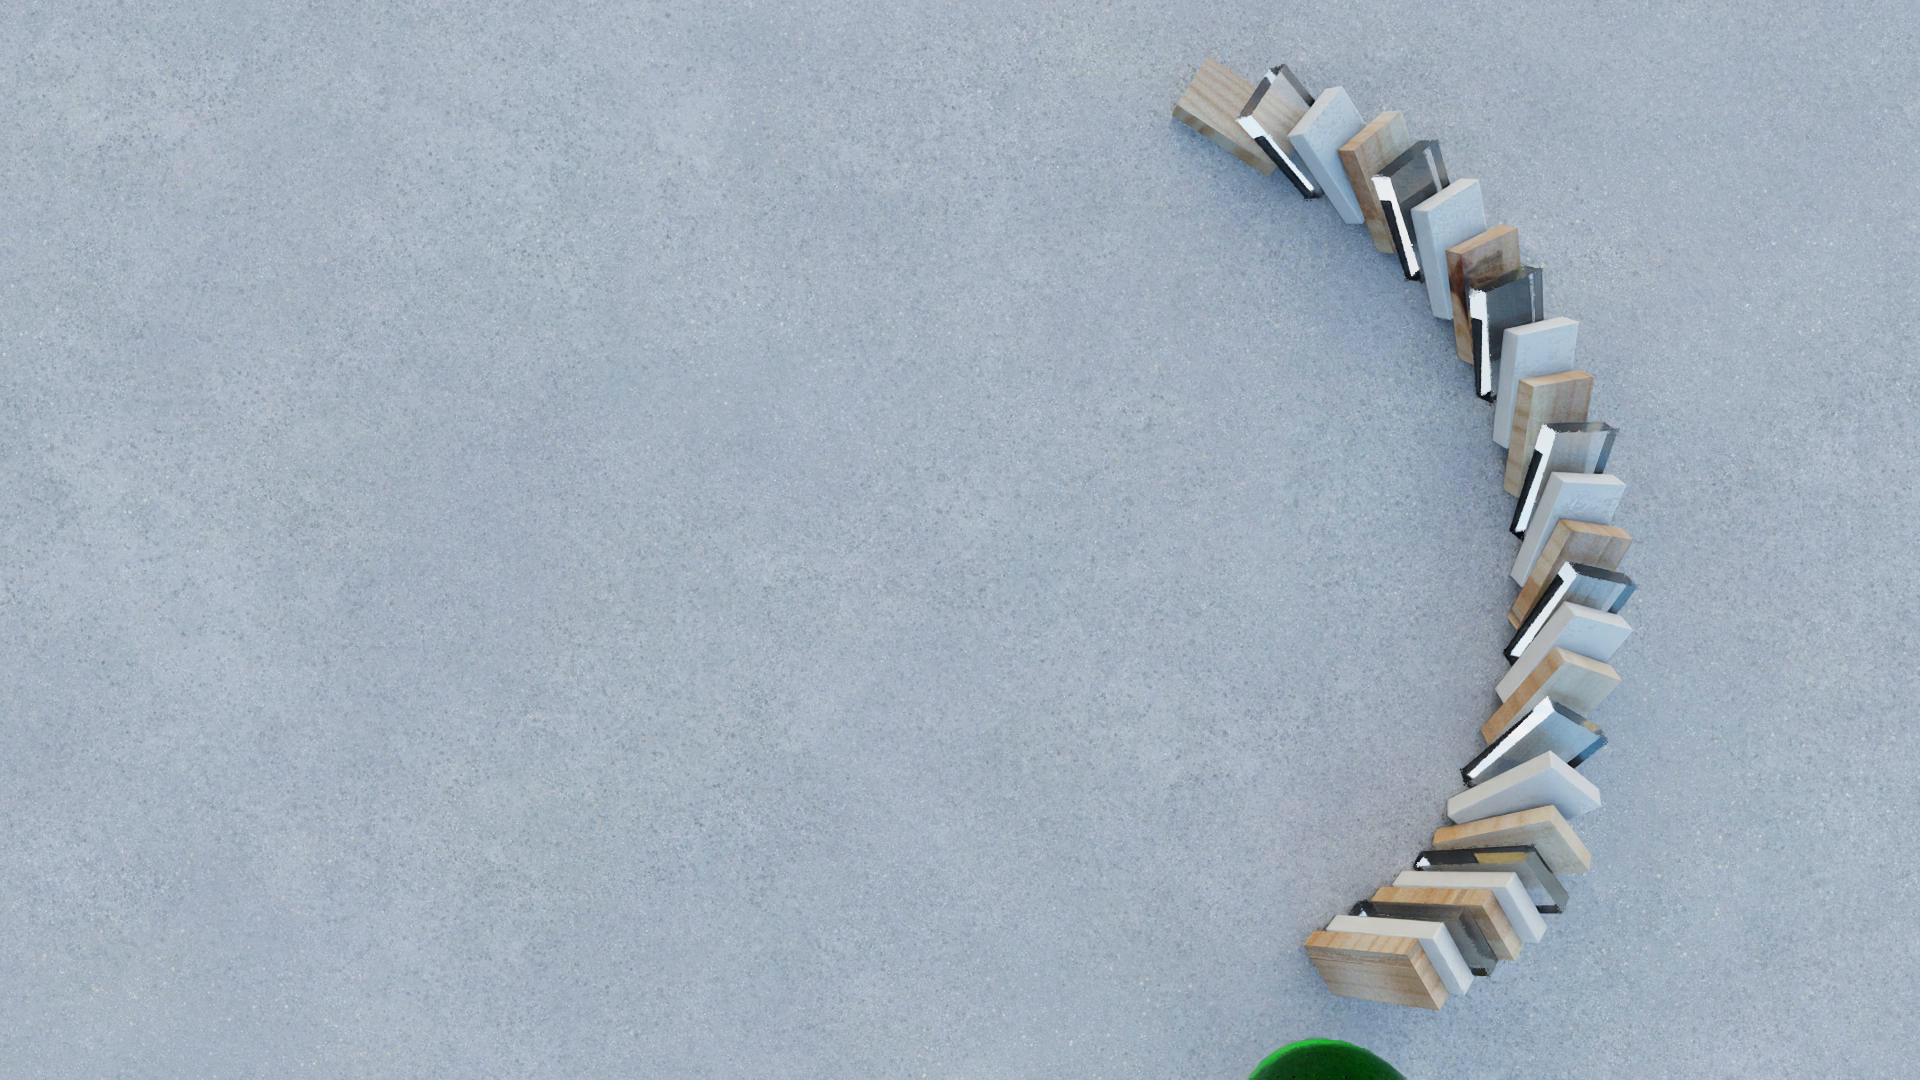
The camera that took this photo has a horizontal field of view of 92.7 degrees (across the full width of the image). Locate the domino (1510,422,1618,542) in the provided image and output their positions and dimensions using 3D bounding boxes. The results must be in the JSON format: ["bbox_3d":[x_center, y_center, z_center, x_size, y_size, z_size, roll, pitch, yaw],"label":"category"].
[{"bbox_3d":[0.252,-0.024,0.383,0.025,0.009,0.050,-2,120,-1],"label":"domino"}]

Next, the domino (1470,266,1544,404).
[{"bbox_3d":[0.229,-0.085,0.383,0.025,0.009,0.050,-23,119,-1],"label":"domino"}]

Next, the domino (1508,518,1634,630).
[{"bbox_3d":[0.254,0.017,0.383,0.025,0.009,0.050,8,121,0],"label":"domino"}]

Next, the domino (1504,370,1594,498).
[{"bbox_3d":[0.246,-0.044,0.384,0.025,0.010,0.050,-10,118,0],"label":"domino"}]

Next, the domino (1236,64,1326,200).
[{"bbox_3d":[0.141,-0.170,0.385,0.050,0.009,0.025,34,90,-26],"label":"domino"}]

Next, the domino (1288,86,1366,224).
[{"bbox_3d":[0.161,-0.160,0.384,0.050,0.010,0.025,39,90,-28],"label":"domino"}]

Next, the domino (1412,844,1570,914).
[{"bbox_3d":[0.217,0.140,0.377,0.009,0.050,0.025,-35,90,-35],"label":"domino"}]

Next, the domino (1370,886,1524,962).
[{"bbox_3d":[0.199,0.157,0.377,0.010,0.050,0.025,-30,90,-35],"label":"domino"}]

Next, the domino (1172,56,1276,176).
[{"bbox_3d":[0.120,-0.182,0.395,0.050,0.010,0.025,33,90,0],"label":"domino"}]

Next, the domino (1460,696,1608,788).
[{"bbox_3d":[0.239,0.091,0.383,0.025,0.009,0.050,30,122,0],"label":"domino"}]

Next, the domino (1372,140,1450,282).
[{"bbox_3d":[0.193,-0.137,0.383,0.025,0.009,0.050,-38,120,-2],"label":"domino"}]

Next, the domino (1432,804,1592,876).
[{"bbox_3d":[0.227,0.128,0.379,0.025,0.050,0.010,53,46,0],"label":"domino"}]

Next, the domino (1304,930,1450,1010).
[{"bbox_3d":[0.170,0.176,0.377,0.009,0.050,0.025,-30,90,-35],"label":"domino"}]

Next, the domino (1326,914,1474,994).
[{"bbox_3d":[0.180,0.169,0.377,0.010,0.050,0.025,-30,91,-35],"label":"domino"}]

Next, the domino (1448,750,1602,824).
[{"bbox_3d":[0.232,0.109,0.380,0.025,0.009,0.050,38,132,0],"label":"domino"}]

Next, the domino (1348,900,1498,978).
[{"bbox_3d":[0.189,0.163,0.377,0.009,0.050,0.025,-30,90,-35],"label":"domino"}]

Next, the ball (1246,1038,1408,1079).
[{"bbox_3d":[0.149,0.241,0.360,0.080,0.080,0.080,0,90,0],"label":"ball"}]

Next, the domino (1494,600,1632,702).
[{"bbox_3d":[0.250,0.050,0.381,0.025,0.009,0.050,14,123,-4],"label":"domino"}]

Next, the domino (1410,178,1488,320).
[{"bbox_3d":[0.207,-0.121,0.383,0.025,0.009,0.050,-32,119,-3],"label":"domino"}]

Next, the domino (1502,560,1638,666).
[{"bbox_3d":[0.253,0.034,0.382,0.025,0.009,0.050,12,123,-2],"label":"domino"}]

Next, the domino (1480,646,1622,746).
[{"bbox_3d":[0.245,0.069,0.382,0.025,0.009,0.050,19,123,-3],"label":"domino"}]

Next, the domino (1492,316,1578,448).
[{"bbox_3d":[0.240,-0.065,0.384,0.025,0.009,0.050,-12,118,-1],"label":"domino"}]

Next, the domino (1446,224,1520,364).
[{"bbox_3d":[0.221,-0.102,0.384,0.025,0.010,0.050,-25,119,0],"label":"domino"}]

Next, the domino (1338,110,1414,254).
[{"bbox_3d":[0.179,-0.149,0.383,0.025,0.009,0.050,-40,120,-1],"label":"domino"}]

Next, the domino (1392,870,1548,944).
[{"bbox_3d":[0.208,0.150,0.377,0.010,0.050,0.025,-30,90,-35],"label":"domino"}]

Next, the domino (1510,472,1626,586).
[{"bbox_3d":[0.254,-0.003,0.383,0.025,0.009,0.050,3,120,0],"label":"domino"}]
